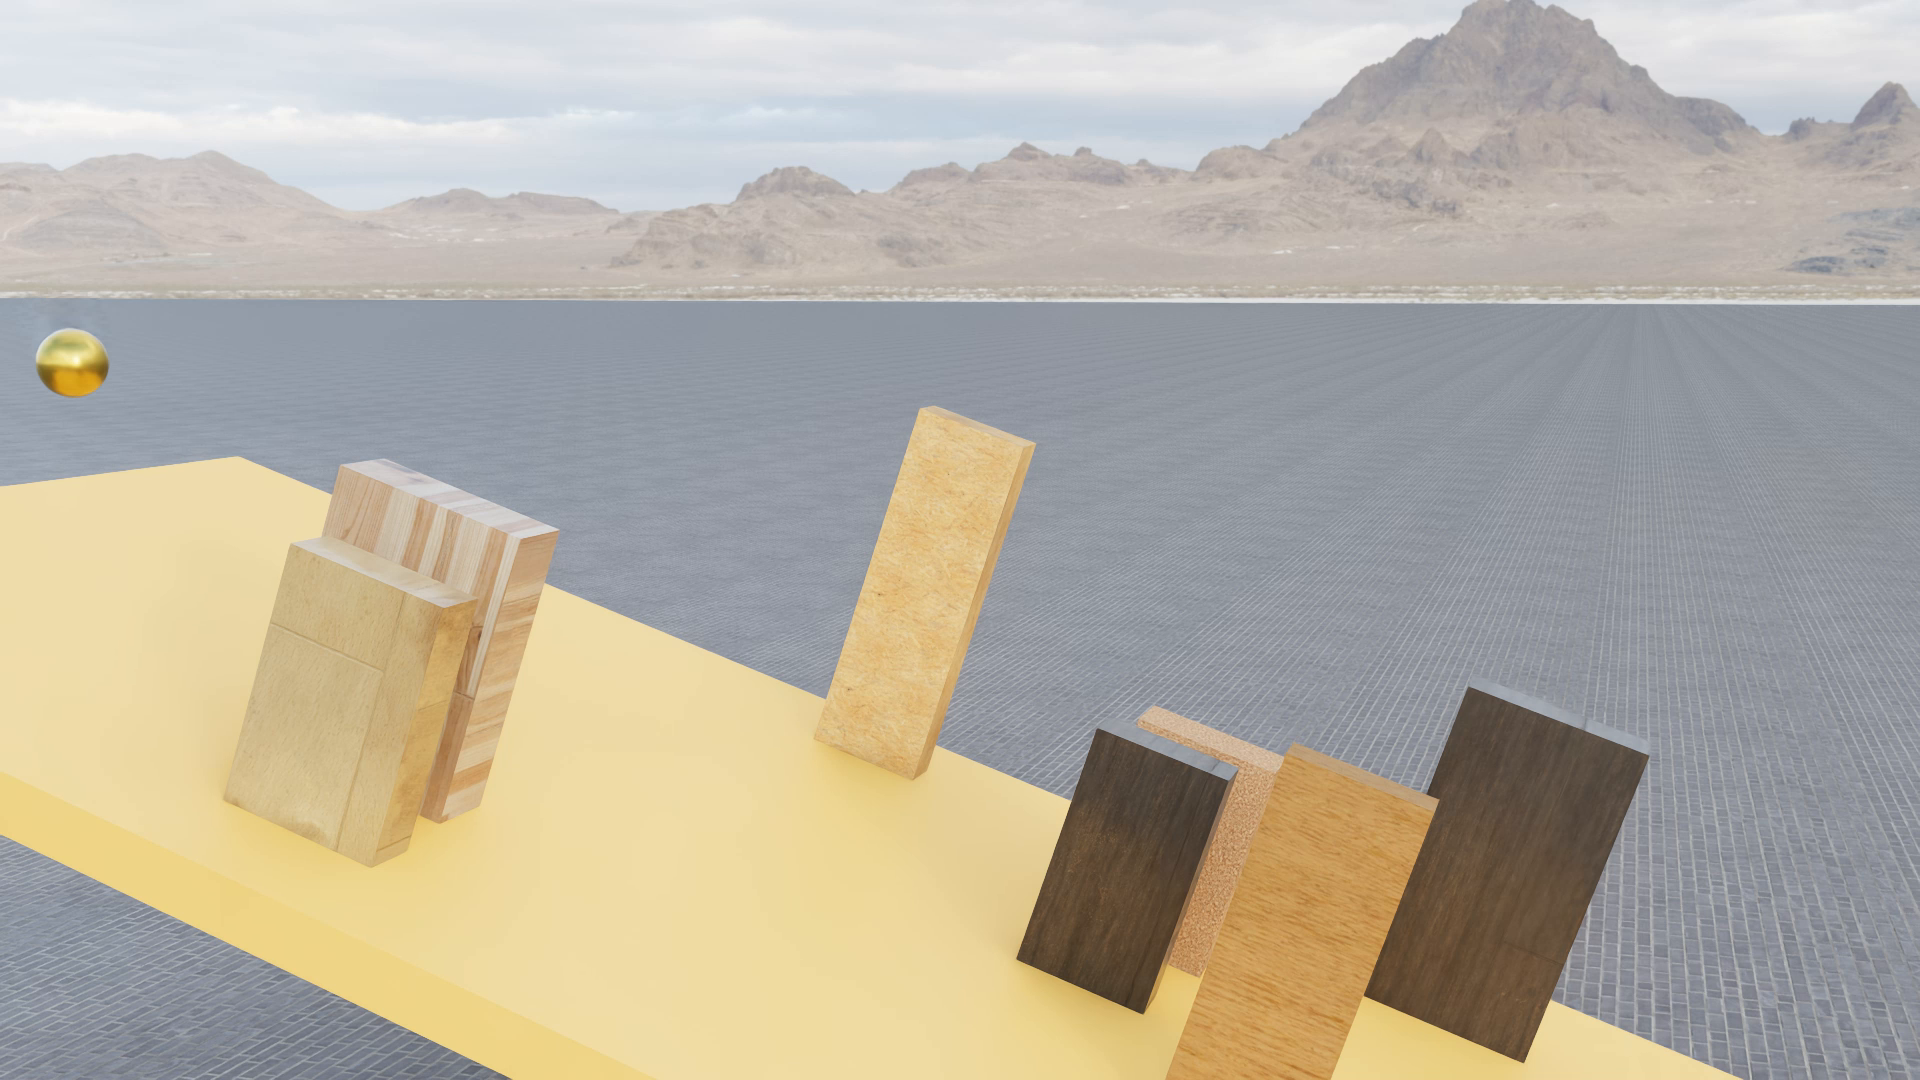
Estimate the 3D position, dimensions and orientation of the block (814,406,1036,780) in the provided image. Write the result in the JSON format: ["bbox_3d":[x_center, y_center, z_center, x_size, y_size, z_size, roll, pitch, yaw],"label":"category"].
[{"bbox_3d":[-0.081,0.118,4.861,0.246,0.787,0.105,21,12,14],"label":"block"}]

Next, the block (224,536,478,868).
[{"bbox_3d":[-1.005,0.264,3.623,0.293,0.460,0.111,21,12,14],"label":"block"}]

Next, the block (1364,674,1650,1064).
[{"bbox_3d":[1.083,0.659,4.424,0.365,0.676,0.136,21,12,14],"label":"block"}]

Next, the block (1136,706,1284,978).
[{"bbox_3d":[0.426,0.591,4.329,0.281,0.439,0.141,21,12,14],"label":"block"}]

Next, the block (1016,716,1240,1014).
[{"bbox_3d":[0.307,0.597,4.046,0.255,0.471,0.109,21,12,14],"label":"block"}]

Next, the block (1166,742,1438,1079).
[{"bbox_3d":[0.545,0.681,3.585,0.248,0.651,0.086,21,12,14],"label":"block"}]

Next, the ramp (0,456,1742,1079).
[{"bbox_3d":[-0.348,0.649,4.220,4.000,0.100,2.000,21,12,14],"label":"ramp"}]

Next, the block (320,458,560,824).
[{"bbox_3d":[-0.971,0.175,3.891,0.366,0.536,0.141,21,12,14],"label":"block"}]

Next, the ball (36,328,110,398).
[{"bbox_3d":[-1.889,-0.377,4.679,0.146,0.146,0.146,0,7,0],"label":"ball"}]
